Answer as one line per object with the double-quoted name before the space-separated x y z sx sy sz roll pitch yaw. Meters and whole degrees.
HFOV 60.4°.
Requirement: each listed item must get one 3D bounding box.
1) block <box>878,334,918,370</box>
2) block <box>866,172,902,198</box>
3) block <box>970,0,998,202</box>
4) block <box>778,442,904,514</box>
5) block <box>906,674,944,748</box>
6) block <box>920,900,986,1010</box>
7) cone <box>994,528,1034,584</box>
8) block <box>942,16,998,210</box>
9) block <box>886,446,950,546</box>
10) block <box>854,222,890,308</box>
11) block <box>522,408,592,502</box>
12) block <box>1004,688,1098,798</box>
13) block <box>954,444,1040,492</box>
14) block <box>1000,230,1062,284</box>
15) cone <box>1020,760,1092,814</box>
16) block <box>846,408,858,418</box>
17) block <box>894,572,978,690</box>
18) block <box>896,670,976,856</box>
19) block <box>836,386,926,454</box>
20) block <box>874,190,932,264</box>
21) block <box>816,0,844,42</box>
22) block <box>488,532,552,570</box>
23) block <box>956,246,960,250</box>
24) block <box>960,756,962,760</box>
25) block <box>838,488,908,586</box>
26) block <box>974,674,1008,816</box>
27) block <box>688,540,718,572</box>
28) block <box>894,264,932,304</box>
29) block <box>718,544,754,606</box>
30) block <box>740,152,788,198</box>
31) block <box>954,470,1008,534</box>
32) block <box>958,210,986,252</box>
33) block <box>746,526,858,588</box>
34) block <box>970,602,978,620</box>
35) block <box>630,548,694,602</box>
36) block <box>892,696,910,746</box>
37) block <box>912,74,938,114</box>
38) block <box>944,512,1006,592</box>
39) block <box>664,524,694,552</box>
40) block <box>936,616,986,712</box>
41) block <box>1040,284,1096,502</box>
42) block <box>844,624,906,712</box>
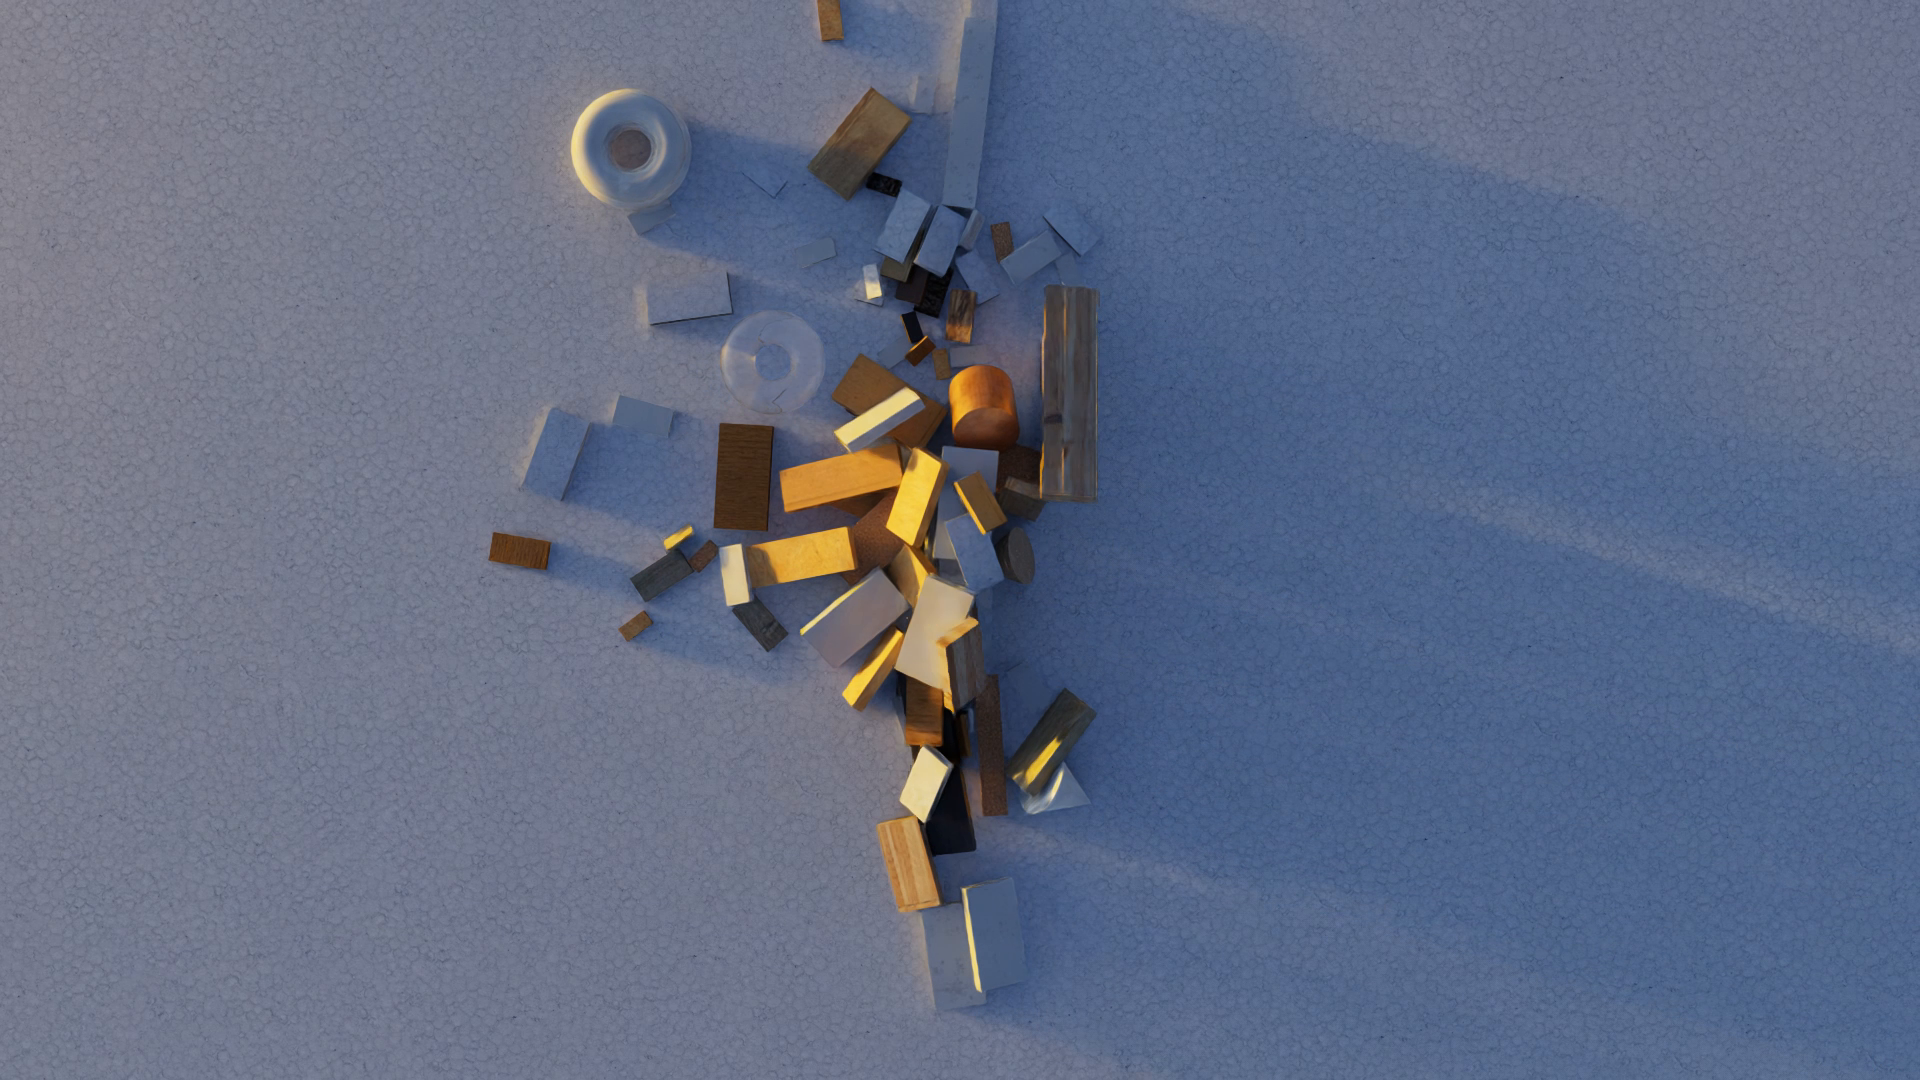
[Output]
"block" -0.204 -0.630 5.491 0.131 0.019 0.066 -35 90 0
"block" -0.253 -1.184 5.492 0.110 0.016 0.055 18 90 0
"block" 0.055 -1.537 5.487 0.092 0.026 0.840 6 90 0
"block" -0.386 -0.203 5.418 0.415 0.040 0.141 -13 79 14
"block" -0.114 0.552 5.386 0.120 0.034 0.239 3 97 13
"block" -0.021 1.375 5.476 0.170 0.048 0.340 -8 90 0
"cone" 0.119 0.070 5.457 0.192 0.192 0.192 -13 90 27
"block" 0.032 -1.410 5.458 0.109 0.031 0.625 7 90 0
"block" -0.135 -0.139 5.299 0.144 0.041 0.287 35 112 41
"block" -0.269 -0.917 5.487 0.093 0.026 0.267 15 90 0
"block" -1.340 -0.284 5.480 0.140 0.040 0.279 21 90 0
"block" 0.295 0.662 5.412 0.048 0.170 0.340 37 89 -29
"block" 0.139 -0.245 5.476 0.341 0.048 0.171 19 90 0
"block" 0.235 -0.937 5.473 0.185 0.026 0.092 -34 108 0
"cone" 0.352 0.835 5.451 0.220 0.220 0.220 27 90 -27
"block" -0.308 -0.424 5.485 0.131 0.019 0.066 31 82 0
"block" -0.078 0.292 5.285 0.168 0.048 0.337 23 107 13
"block" -0.076 0.721 5.437 0.149 0.042 0.634 -9 95 14
"block" -0.261 -0.390 5.354 0.282 0.141 0.040 -33 119 -6
"block" -0.188 -1.030 5.429 0.109 0.031 0.219 26 91 6
"block" -0.432 -1.739 5.490 0.073 0.021 0.147 -7 90 0
"block" -1.464 0.037 5.487 0.189 0.027 0.095 10 90 0
"block" -0.056 -1.001 5.492 0.055 0.016 0.110 -37 90 0
"block" -0.072 0.607 5.471 0.017 0.061 0.285 -23 91 -43
"block" -0.250 -0.024 5.429 0.400 0.048 0.168 -44 93 7
"block" 0.102 0.683 5.488 0.082 0.023 0.467 -4 90 0
"block" -0.852 0.054 5.493 0.052 0.015 0.104 45 90 0
"block" -0.145 -0.881 5.471 0.093 0.026 0.185 16 89 19
"block" -0.741 0.114 5.461 0.092 0.026 0.194 -11 86 28
"block" -0.654 -1.212 5.490 0.147 0.021 0.073 39 90 0
"block" 0.065 -0.119 5.229 0.092 0.026 0.184 -28 86 -29
"block" 0.040 -1.026 5.468 0.018 0.063 0.125 24 90 29
"block" -0.525 0.058 5.425 0.376 0.040 0.140 -11 90 17
"block" 0.021 0.294 5.407 0.080 0.023 0.217 -6 110 -2
"block" -0.991 0.117 5.487 0.189 0.027 0.095 -33 90 0
"block" -0.161 0.596 5.488 0.082 0.023 0.165 -19 90 0
"block" -0.117 -1.485 5.491 0.063 0.018 0.125 9 90 0
"block" 0.046 0.035 5.259 0.120 0.034 0.239 -20 95 -4
"block" -0.932 -0.007 5.475 0.104 0.052 0.015 -37 130 0
"block" 0.007 0.399 5.276 0.149 0.298 0.042 -35 48 -29
"block" 0.353 -0.479 5.325 0.171 0.048 0.742 4 70 -5
"block" -0.273 0.420 5.426 0.041 0.144 0.287 35 90 -19
